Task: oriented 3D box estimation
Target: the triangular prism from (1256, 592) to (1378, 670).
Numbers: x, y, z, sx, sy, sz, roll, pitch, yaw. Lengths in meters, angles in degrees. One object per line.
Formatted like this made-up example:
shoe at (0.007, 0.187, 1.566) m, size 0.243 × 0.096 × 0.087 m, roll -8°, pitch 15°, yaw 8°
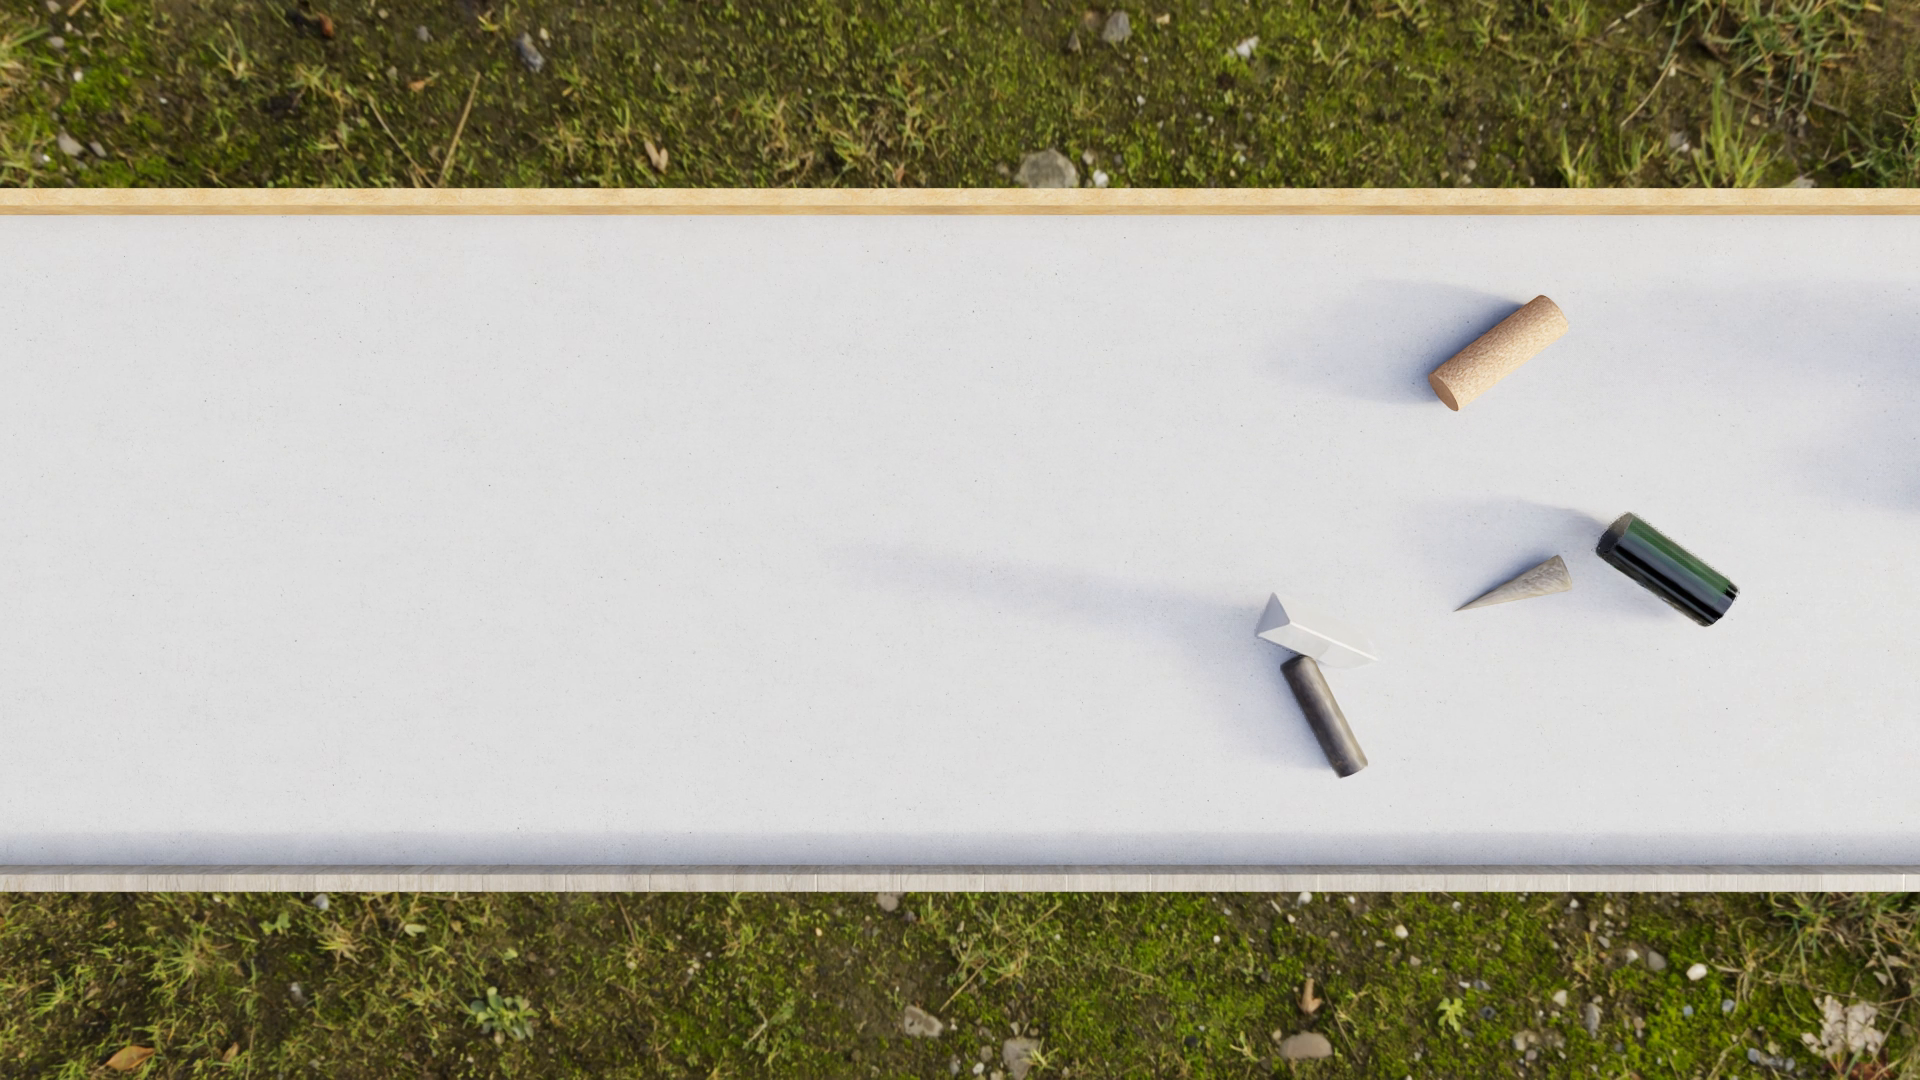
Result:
triangular prism at (1.080, 0.289, 4.921) m, size 0.390 × 0.116 × 0.134 m, roll 22°, pitch 90°, yaw -32°

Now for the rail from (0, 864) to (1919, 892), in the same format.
rail at (-2.247, 1.025, 5.001) m, size 12.000 × 0.150 × 0.050 m, roll 0°, pitch 90°, yaw 0°

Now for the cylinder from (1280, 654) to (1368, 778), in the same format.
cylinder at (1.111, 0.532, 5.026) m, size 0.100 × 0.100 × 0.381 m, roll -28°, pitch 90°, yaw 0°

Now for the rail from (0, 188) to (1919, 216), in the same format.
rail at (-2.247, -1.025, 5.002) m, size 12.000 × 0.150 × 0.050 m, roll 0°, pitch 90°, yaw 0°

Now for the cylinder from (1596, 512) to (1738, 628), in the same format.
cylinder at (2.139, 0.091, 4.996) m, size 0.381 × 0.161 × 0.161 m, roll 34°, pitch 90°, yaw 0°

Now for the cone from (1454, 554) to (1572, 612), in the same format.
cone at (1.677, 0.161, 5.048) m, size 0.356 × 0.116 × 0.116 m, roll -21°, pitch 90°, yaw 9°

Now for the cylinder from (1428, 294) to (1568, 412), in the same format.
cylinder at (1.633, -0.567, 5.006) m, size 0.409 × 0.142 × 0.142 m, roll -36°, pitch 90°, yaw 0°
